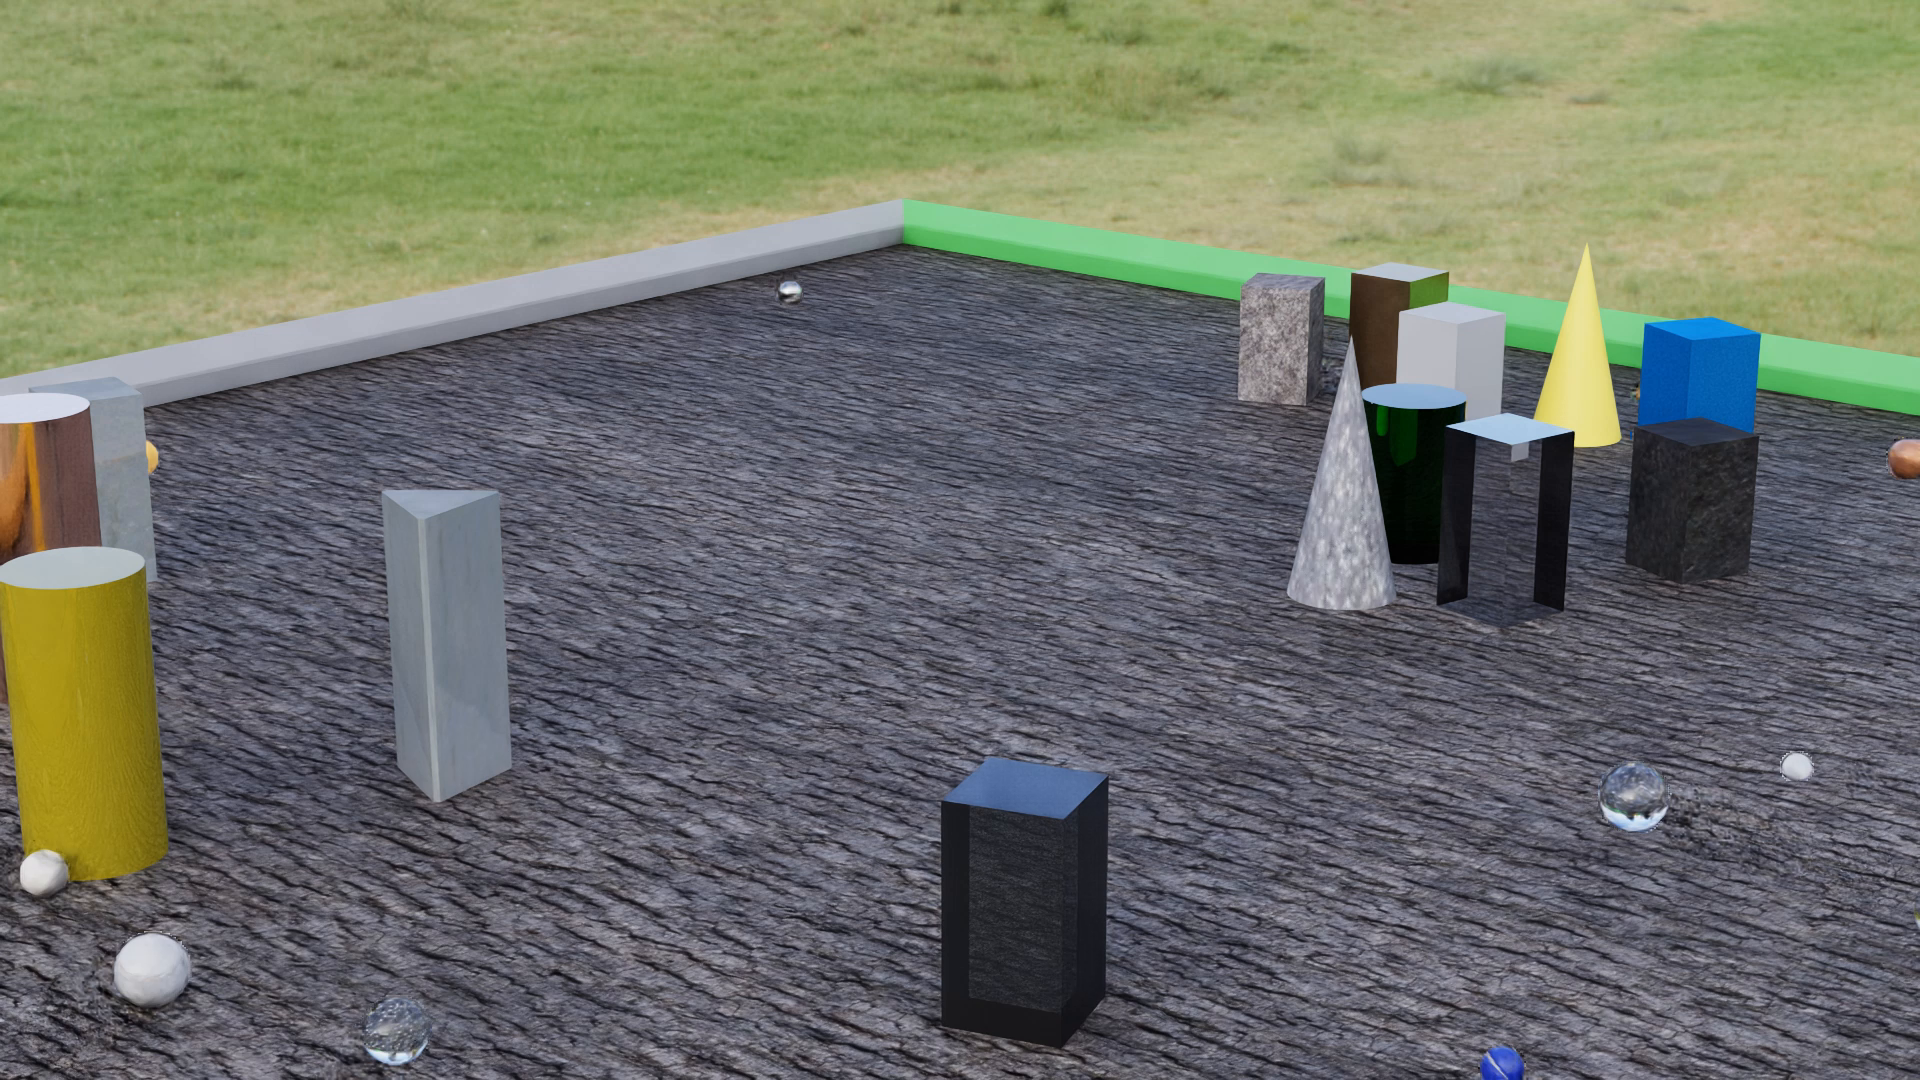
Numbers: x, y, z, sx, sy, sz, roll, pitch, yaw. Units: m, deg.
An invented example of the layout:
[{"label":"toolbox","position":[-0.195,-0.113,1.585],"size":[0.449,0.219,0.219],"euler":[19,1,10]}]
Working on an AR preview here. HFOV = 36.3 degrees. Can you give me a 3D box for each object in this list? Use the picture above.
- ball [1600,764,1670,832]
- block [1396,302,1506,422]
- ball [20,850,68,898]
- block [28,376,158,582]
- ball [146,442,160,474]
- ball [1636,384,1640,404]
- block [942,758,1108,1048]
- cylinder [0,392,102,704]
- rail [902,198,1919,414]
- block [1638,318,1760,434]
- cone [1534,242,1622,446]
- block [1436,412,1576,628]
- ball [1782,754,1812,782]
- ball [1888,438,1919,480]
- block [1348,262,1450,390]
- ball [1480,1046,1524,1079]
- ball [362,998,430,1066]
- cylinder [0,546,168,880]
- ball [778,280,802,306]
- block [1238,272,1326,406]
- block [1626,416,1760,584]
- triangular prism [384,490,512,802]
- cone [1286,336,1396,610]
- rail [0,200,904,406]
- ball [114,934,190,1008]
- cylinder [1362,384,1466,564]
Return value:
[{"label":"ball","position":[0.940,0.359,4.087],"size":[0.096,0.096,0.096],"euler":[0,17,0]},{"label":"block","position":[1.006,-0.327,6.028],"size":[0.153,0.287,0.153],"euler":[-14,22,-39]},{"label":"ball","position":[-1.210,0.441,3.875],"size":[0.062,0.062,0.062],"euler":[0,17,0]},{"label":"block","position":[-1.530,-0.098,5.176],"size":[0.153,0.341,0.153],"euler":[-11,20,-31]},{"label":"ball","position":[-1.637,-0.163,5.852],"size":[0.075,0.075,0.075],"euler":[0,17,0]},{"label":"ball","position":[1.505,-0.315,6.340],"size":[0.085,0.085,0.085],"euler":[0,17,0]},{"label":"block","position":[0.078,0.432,3.510],"size":[0.153,0.290,0.153],"euler":[7,18,22]},{"label":"cylinder","position":[-1.447,0.014,4.605],"size":[0.191,0.457,0.191],"euler":[0,17,0]},{"label":"rail","position":[1.493,-0.466,6.767],"size":[4.417,0.124,0.045],"euler":[14,22,39]},{"label":"block","position":[1.397,-0.226,5.568],"size":[0.153,0.360,0.153],"euler":[-6,18,-20]},{"label":"cone","position":[1.295,-0.418,6.112],"size":[0.191,0.413,0.191],"euler":[0,17,0]},{"label":"block","position":[0.930,-0.035,5.003],"size":[0.153,0.321,0.153],"euler":[-12,21,-35]},{"label":"ball","position":[1.220,0.332,4.274],"size":[0.041,0.041,0.041],"euler":[0,17,0]},{"label":"ball","position":[1.889,-0.162,5.837],"size":[0.081,0.081,0.081],"euler":[0,17,0]},{"label":"block","position":[0.961,-0.450,6.441],"size":[0.153,0.283,0.153],"euler":[15,22,40]},{"label":"ball","position":[0.620,0.604,3.355],"size":[0.049,0.049,0.049],"euler":[0,17,0]},{"label":"ball","position":[-0.657,0.572,3.414],"size":[0.078,0.078,0.078],"euler":[0,17,0]},{"label":"cylinder","position":[-1.183,0.233,3.961],"size":[0.191,0.410,0.191],"euler":[0,17,0]},{"label":"ball","position":[-0.428,-0.623,7.394],"size":[0.063,0.063,0.063],"euler":[0,17,0]},{"label":"block","position":[0.710,-0.445,6.471],"size":[0.153,0.256,0.153],"euler":[6,18,19]},{"label":"block","position":[1.307,-0.072,5.241],"size":[0.153,0.253,0.153],"euler":[-9,19,-26]},{"label":"triangular prism","position":[-0.767,0.142,4.240],"size":[0.143,0.423,0.166],"euler":[10,19,30]},{"label":"cone","position":[0.668,-0.129,5.066],"size":[0.191,0.464,0.191],"euler":[0,17,0]},{"label":"rail","position":[-1.650,-0.383,6.492],"size":[0.045,0.124,4.602],"euler":[14,22,39]},{"label":"ball","position":[-0.980,0.523,3.557],"size":[0.090,0.090,0.090],"euler":[0,17,0]},{"label":"cylinder","position":[0.820,-0.122,5.344],"size":[0.191,0.290,0.191],"euler":[0,17,0]}]
